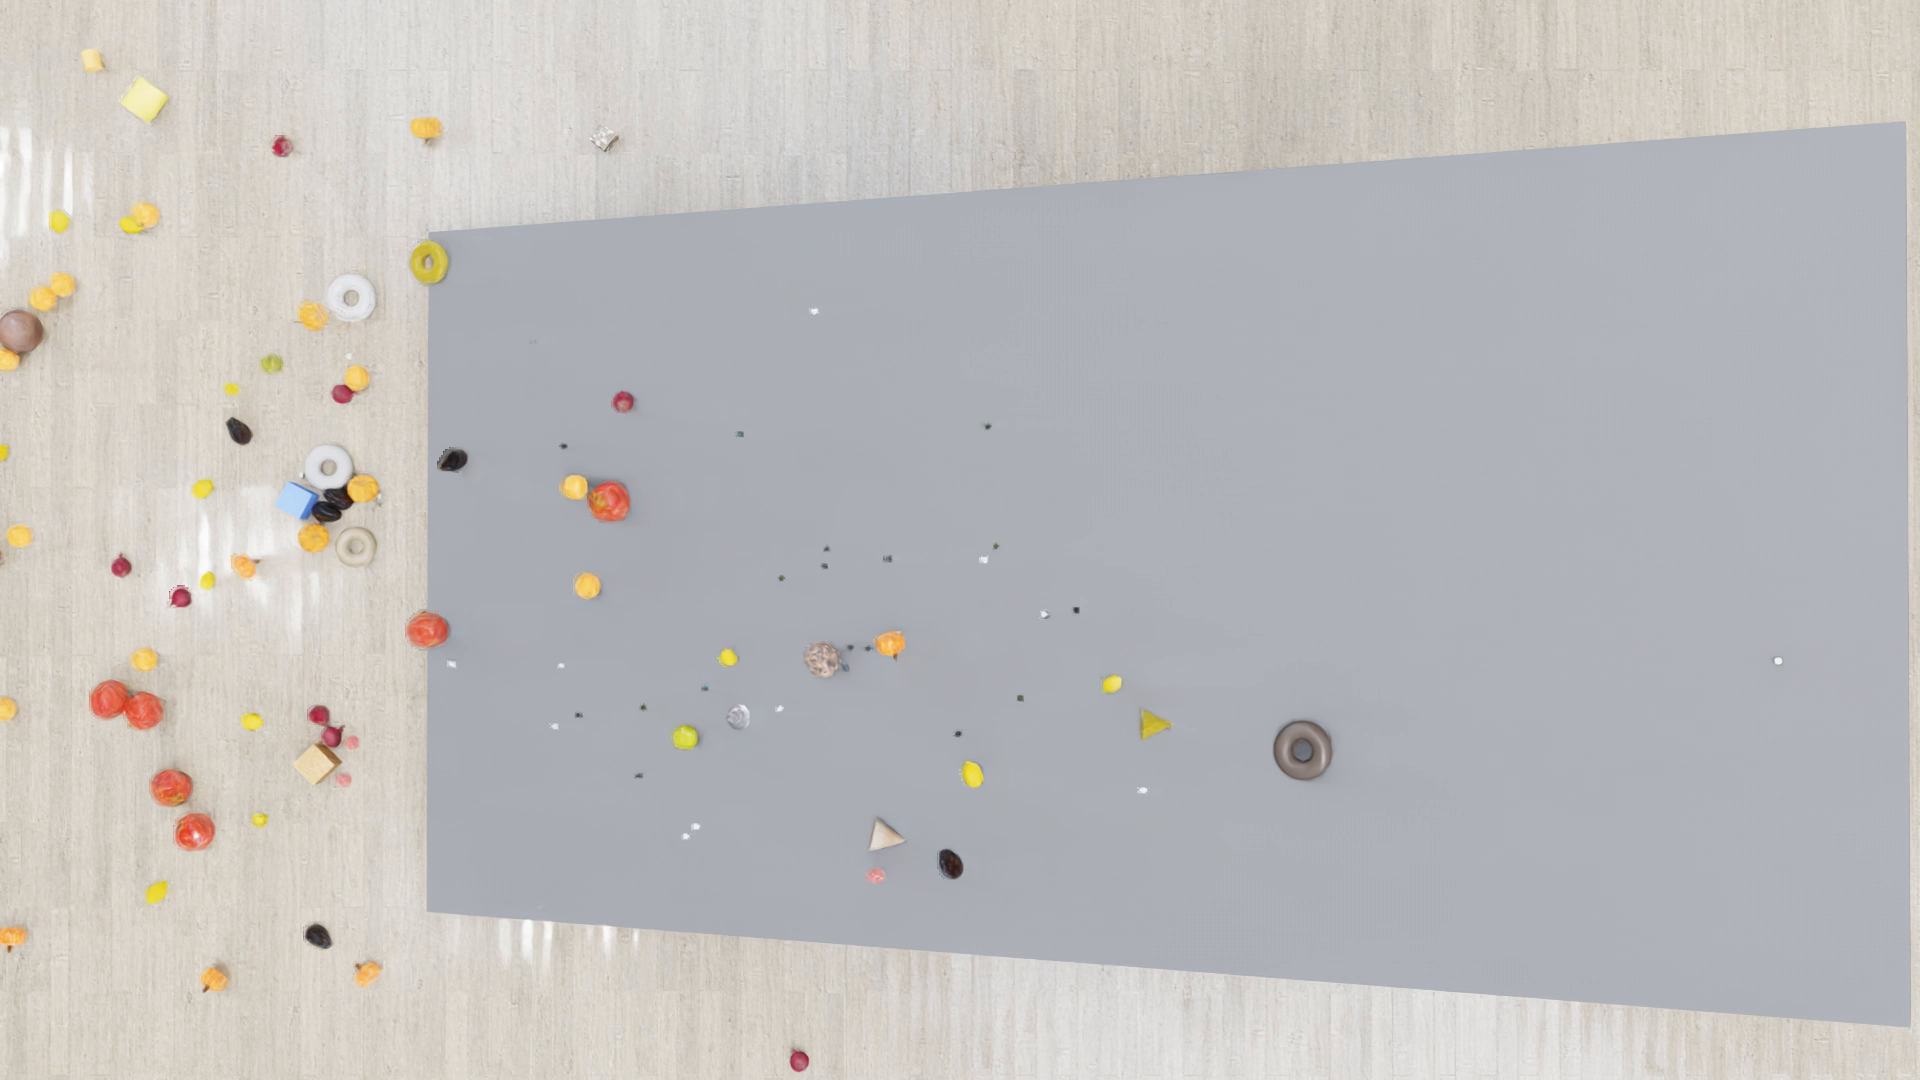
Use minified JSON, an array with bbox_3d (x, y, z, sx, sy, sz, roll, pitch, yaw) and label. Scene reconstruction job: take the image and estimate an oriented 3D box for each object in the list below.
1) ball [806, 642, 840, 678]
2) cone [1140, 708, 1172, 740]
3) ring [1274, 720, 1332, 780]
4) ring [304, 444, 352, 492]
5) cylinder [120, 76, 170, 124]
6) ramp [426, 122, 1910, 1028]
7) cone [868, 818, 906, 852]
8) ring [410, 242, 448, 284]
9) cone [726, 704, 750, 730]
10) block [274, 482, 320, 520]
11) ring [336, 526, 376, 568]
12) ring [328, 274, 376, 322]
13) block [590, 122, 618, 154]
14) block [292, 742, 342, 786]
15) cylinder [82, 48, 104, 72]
[{"bbox_3d":[-0.366,0.320,5.866,0.094,0.094,0.094,0,89,0],"label":"ball"},{"bbox_3d":[0.498,0.463,5.532,0.080,0.080,0.080,0,89,-3],"label":"cone"},{"bbox_3d":[0.838,0.514,5.374,0.148,0.049,0.148,-1,88,25],"label":"ring"},{"bbox_3d":[-1.877,-0.215,6.541,0.144,0.048,0.144,0,88,0],"label":"ring"},{"bbox_3d":[-2.419,-1.306,6.528,0.098,0.098,0.098,36,90,0],"label":"cylinder"},{"bbox_3d":[0.283,0.084,5.706,4.000,0.100,2.000,0,89,24],"label":"ramp"},{"bbox_3d":[-0.186,0.789,5.828,0.094,0.094,0.094,13,89,-4],"label":"cone"},{"bbox_3d":[-1.558,-0.813,6.454,0.128,0.043,0.128,0,89,23],"label":"ring"},{"bbox_3d":[-0.621,0.487,6.008,0.071,0.071,0.071,0,89,24],"label":"cone"},{"bbox_3d":[-1.966,-0.117,6.523,0.082,0.082,0.082,28,89,0],"label":"block"},{"bbox_3d":[-1.797,0.021,6.542,0.123,0.041,0.123,0,88,1],"label":"ring"},{"bbox_3d":[-1.812,-0.721,6.547,0.145,0.048,0.145,0,90,-1],"label":"ring"},{"bbox_3d":[-1.060,-1.196,6.547,0.058,0.058,0.058,38,89,0],"label":"block"},{"bbox_3d":[-1.902,0.661,6.511,0.087,0.087,0.087,-45,90,0],"label":"block"},{"bbox_3d":[-2.585,-1.430,6.553,0.052,0.052,0.052,-14,89,0],"label":"cylinder"}]
